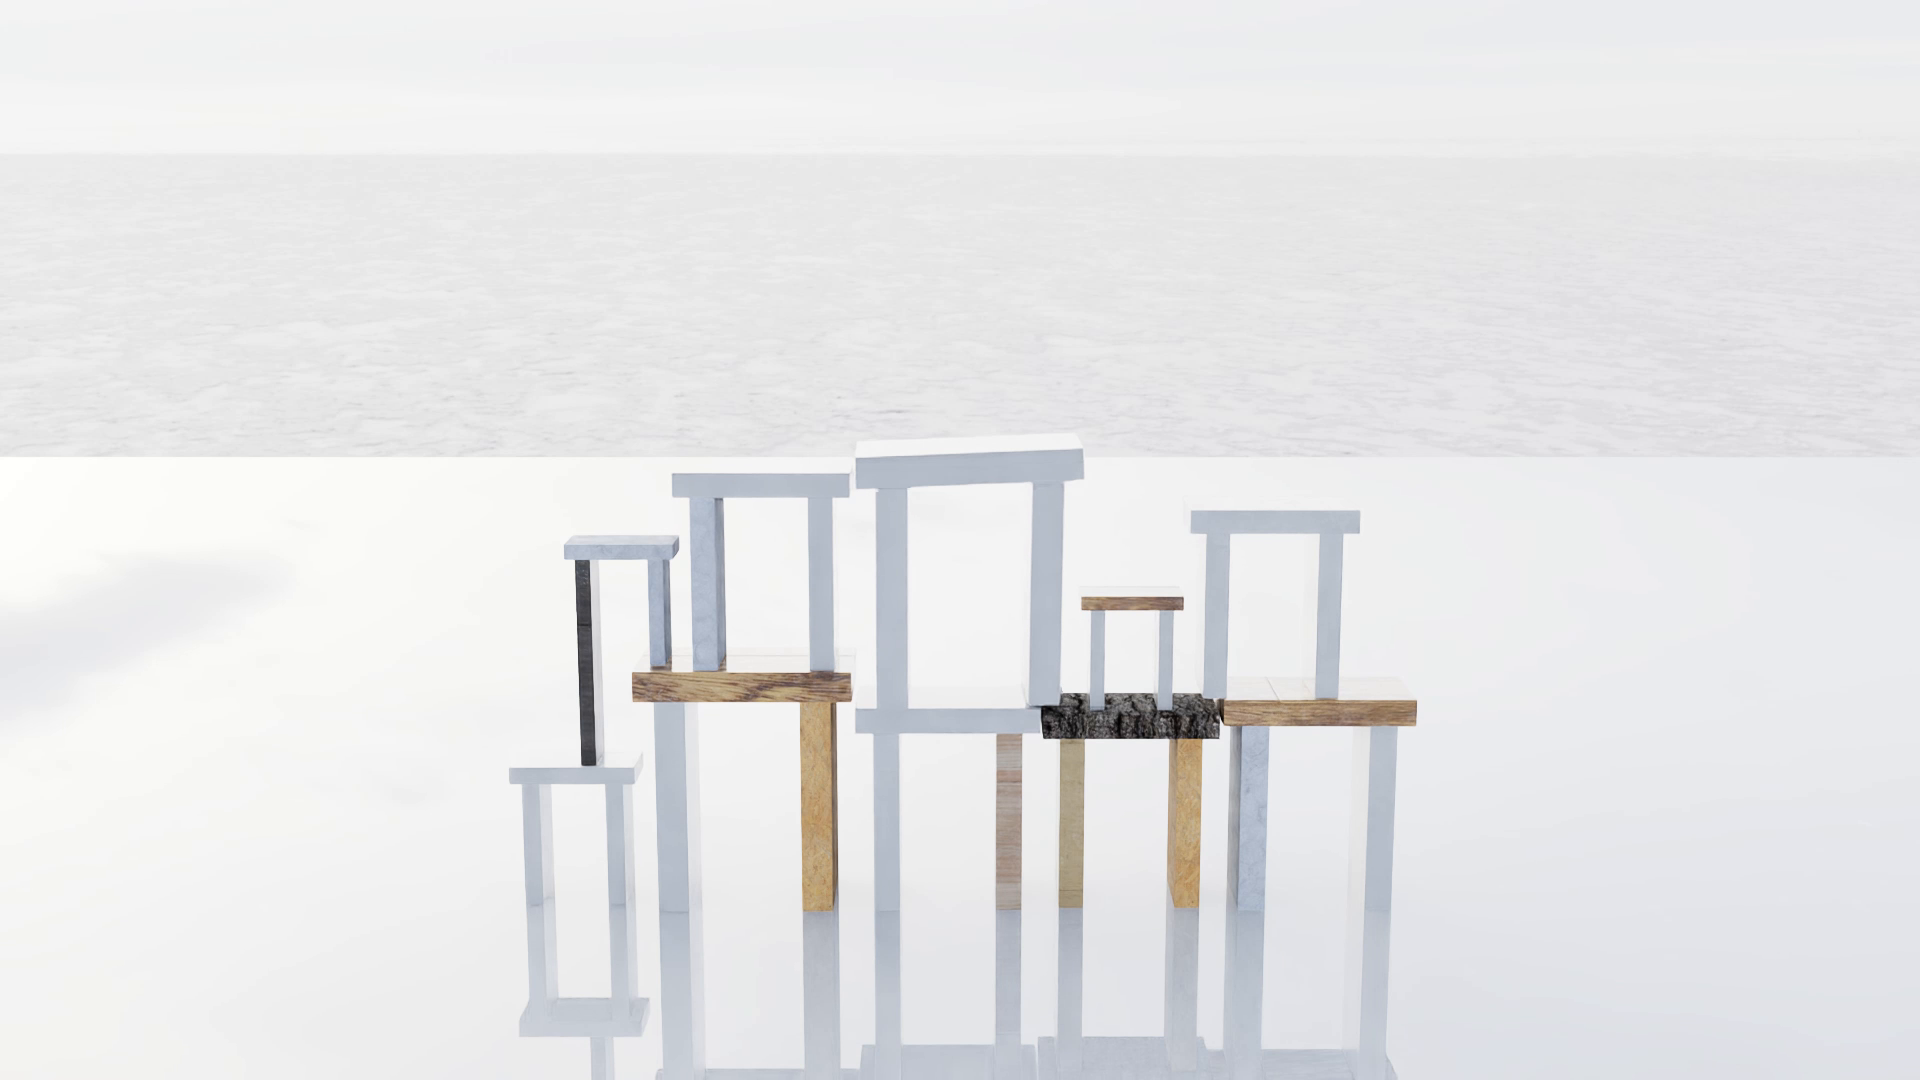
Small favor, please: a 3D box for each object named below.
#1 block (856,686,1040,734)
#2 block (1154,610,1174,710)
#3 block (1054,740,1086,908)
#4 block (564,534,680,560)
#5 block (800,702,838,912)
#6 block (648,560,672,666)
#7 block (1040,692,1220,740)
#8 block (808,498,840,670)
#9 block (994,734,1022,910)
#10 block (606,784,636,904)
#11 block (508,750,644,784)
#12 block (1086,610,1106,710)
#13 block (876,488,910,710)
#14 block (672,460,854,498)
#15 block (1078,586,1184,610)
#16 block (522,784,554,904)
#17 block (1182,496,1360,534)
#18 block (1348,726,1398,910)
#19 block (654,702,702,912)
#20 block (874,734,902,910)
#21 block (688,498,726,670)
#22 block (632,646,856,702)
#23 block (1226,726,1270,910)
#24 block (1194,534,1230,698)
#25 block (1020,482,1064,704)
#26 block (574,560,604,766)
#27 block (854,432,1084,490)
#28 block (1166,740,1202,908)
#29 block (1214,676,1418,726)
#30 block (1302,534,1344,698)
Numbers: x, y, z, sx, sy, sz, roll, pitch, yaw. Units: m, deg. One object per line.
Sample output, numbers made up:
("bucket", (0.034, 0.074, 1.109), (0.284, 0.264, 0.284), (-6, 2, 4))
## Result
("block", (-0.019, 0.277, 3.605), (0.298, 0.042, 0.149), (0, 11, 0))
("block", (0.333, 0.188, 3.597), (0.023, 0.166, 0.083), (0, 11, 0))
("block", (0.182, 0.449, 3.647), (0.040, 0.285, 0.143), (0, 11, 0))
("block", (-0.547, 0.012, 3.565), (0.175, 0.025, 0.087), (0, 11, 0))
("block", (-0.232, 0.417, 3.641), (0.050, 0.351, 0.175), (0, 11, 0))
("block", (-0.489, 0.110, 3.583), (0.025, 0.175, 0.087), (0, 11, 0))
("block", (0.277, 0.289, 3.617), (0.285, 0.040, 0.143), (0, 11, 0))
("block", (-0.221, 0.059, 3.566), (0.040, 0.281, 0.140), (0, 11, 0))
("block", (0.080, 0.444, 3.639), (0.042, 0.298, 0.149), (0, 11, 0))
("block", (-0.564, 0.489, 3.651), (0.029, 0.204, 0.102), (0, 11, 0))
("block", (-0.632, 0.375, 3.630), (0.204, 0.029, 0.102), (0, 11, 0))
("block", (0.222, 0.188, 3.597), (0.023, 0.166, 0.083), (0, 11, 0))
("block", (-0.108, 0.079, 3.572), (0.051, 0.359, 0.180), (0, 11, 0))
("block", (-0.314, -0.099, 3.537), (0.281, 0.040, 0.140), (0, 11, 0))
("block", (0.278, 0.095, 3.580), (0.166, 0.023, 0.083), (0, 11, 0))
("block", (-0.700, 0.489, 3.651), (0.029, 0.204, 0.102), (0, 11, 0))
("block", (0.500, -0.041, 3.551), (0.269, 0.038, 0.135), (0, 11, 0))
("block", (0.682, 0.438, 3.641), (0.044, 0.310, 0.155), (0, 11, 0))
("block", (-0.466, 0.417, 3.641), (0.050, 0.351, 0.175), (0, 11, 0))
("block", (-0.119, 0.444, 3.639), (0.042, 0.298, 0.149), (0, 11, 0))
("block", (-0.408, 0.059, 3.566), (0.040, 0.281, 0.140), (0, 11, 0))
("block", (-0.349, 0.220, 3.604), (0.351, 0.050, 0.175), (0, 11, 0))
("block", (0.476, 0.438, 3.641), (0.044, 0.310, 0.155), (0, 11, 0))
("block", (0.410, 0.110, 3.579), (0.038, 0.269, 0.135), (0, 11, 0))
("block", (0.133, 0.071, 3.575), (0.051, 0.359, 0.180), (0, 10, -3))
("block", (-0.606, 0.192, 3.598), (0.025, 0.342, 0.087), (0, 11, 0))
("block", (0.013, -0.128, 3.535), (0.359, 0.051, 0.180), (-2, 11, -1))
("block", (0.372, 0.449, 3.647), (0.040, 0.285, 0.143), (0, 11, 0))
("block", (0.579, 0.264, 3.608), (0.310, 0.044, 0.155), (0, 11, 0))
("block", (0.590, 0.110, 3.579), (0.038, 0.269, 0.135), (0, 11, 0))
